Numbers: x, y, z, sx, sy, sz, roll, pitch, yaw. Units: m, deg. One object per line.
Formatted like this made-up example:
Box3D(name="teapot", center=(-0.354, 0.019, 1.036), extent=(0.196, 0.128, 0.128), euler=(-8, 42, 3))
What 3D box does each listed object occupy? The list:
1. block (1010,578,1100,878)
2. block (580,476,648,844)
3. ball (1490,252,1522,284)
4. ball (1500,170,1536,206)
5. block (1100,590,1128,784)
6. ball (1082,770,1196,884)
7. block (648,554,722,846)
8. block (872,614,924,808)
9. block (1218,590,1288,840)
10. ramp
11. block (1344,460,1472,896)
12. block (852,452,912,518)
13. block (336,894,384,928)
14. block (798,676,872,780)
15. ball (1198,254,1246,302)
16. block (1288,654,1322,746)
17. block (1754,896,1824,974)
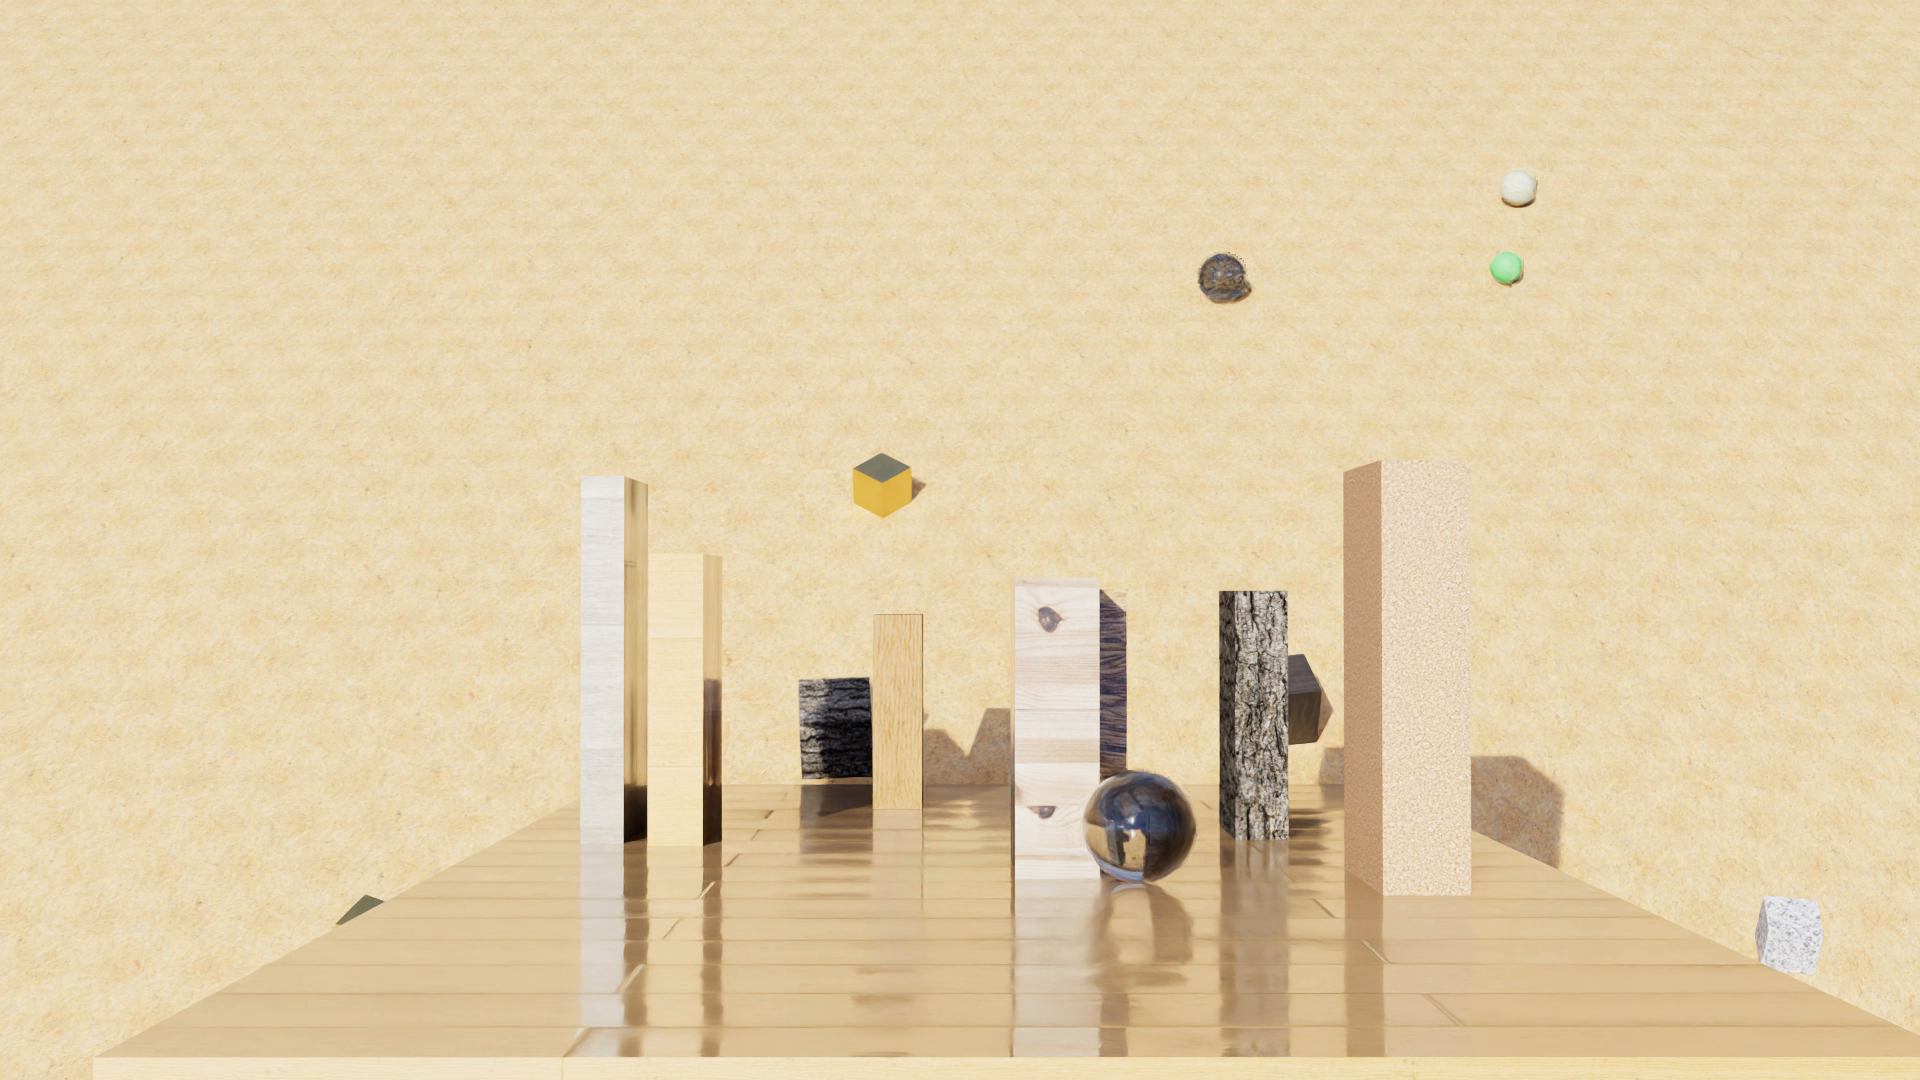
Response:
Box3D(name="block", center=(0.169, 0.332, 4.711), extent=(0.147, 0.523, 0.378), euler=(0, -1, 0))
Box3D(name="block", center=(-0.712, 0.242, 5.363), extent=(0.086, 0.731, 0.396), euler=(0, -1, 0))
Box3D(name="ball", center=(1.949, -0.972, 9.259), extent=(0.112, 0.112, 0.112), euler=(0, 33, 0))
Box3D(name="ball", center=(2.101, -1.327, 9.779), extent=(0.133, 0.133, 0.133), euler=(0, 33, 0))
Box3D(name="block", center=(0.262, 0.348, 5.024), extent=(0.094, 0.504, 0.429), euler=(0, -1, 0))
Box3D(name="ball", center=(0.306, 0.490, 4.444), extent=(0.195, 0.195, 0.195), euler=(0, 33, 0))
Box3D(name="block", center=(-0.560, 0.319, 5.319), extent=(0.107, 0.575, 0.418), euler=(0, -1, 0))
Box3D(name="block", center=(-0.145, 0.399, 6.118), extent=(0.113, 0.448, 0.250), euler=(0, -1, 0))
Box3D(name="block", center=(0.608, 0.357, 5.393), extent=(0.107, 0.502, 0.322), euler=(0, -1, 0))
Box3D(name="ramp", center=(0.074, 0.645, 4.768), extent=(2.000, 0.100, 4.000), euler=(0, -1, 0))
Box3D(name="block", center=(0.767, 0.230, 4.484), extent=(0.145, 0.716, 0.428), euler=(0, -1, 0))
Box3D(name="block", center=(-0.240, -0.169, 8.026), extent=(0.128, 0.128, 0.128), euler=(27, 42, 35))
Box3D(name="block", center=(-1.429, 0.961, 6.318), extent=(0.120, 0.120, 0.120), euler=(15, 36, 21))
Box3D(name="block", center=(-0.333, 0.504, 6.948), extent=(0.190, 0.190, 0.190), euler=(-2, 33, -3))
Box3D(name="ball", center=(0.922, -0.922, 9.131), extent=(0.169, 0.169, 0.169), euler=(0, 33, 0))
Box3D(name="block", center=(0.870, 0.438, 7.062), extent=(0.173, 0.173, 0.173), euler=(-5, 34, -8))
Box3D(name="block", center=(2.016, 0.961, 6.311), extent=(0.127, 0.127, 0.127), euler=(5, 34, 7))
